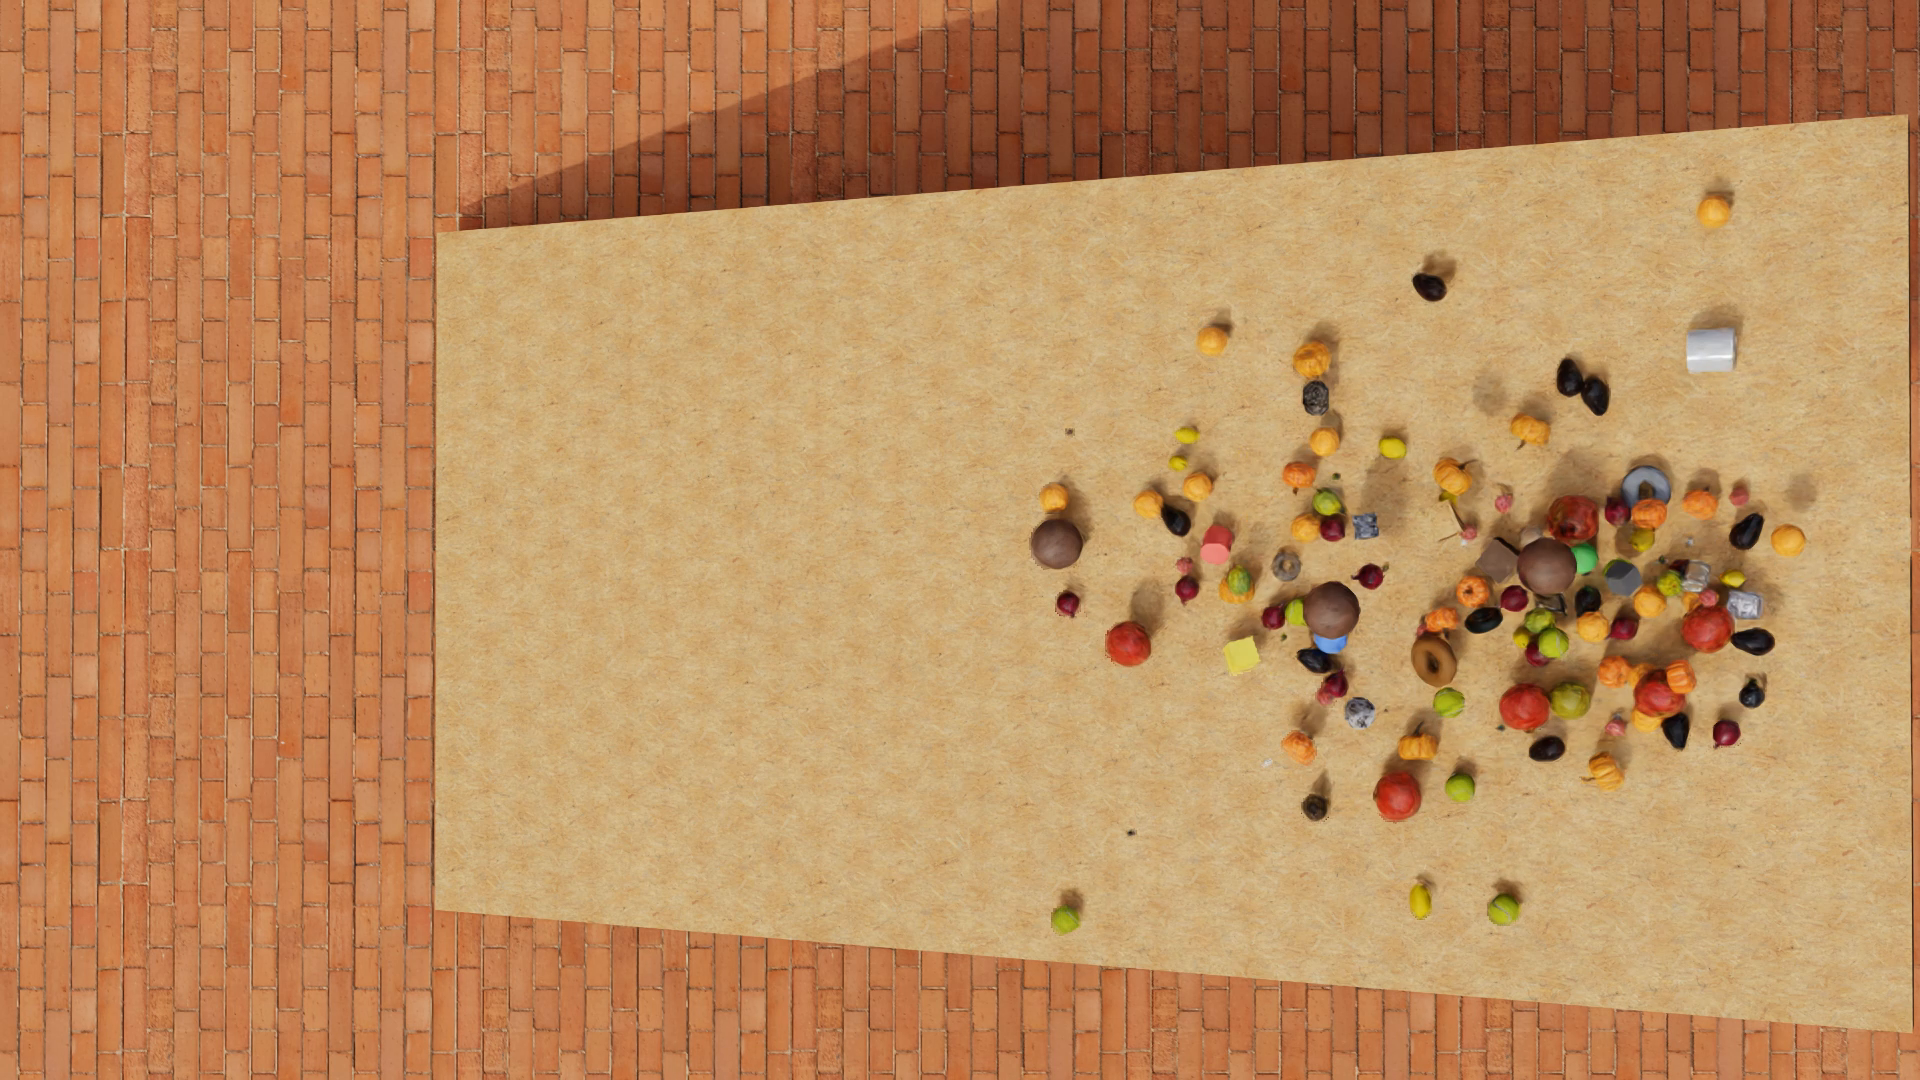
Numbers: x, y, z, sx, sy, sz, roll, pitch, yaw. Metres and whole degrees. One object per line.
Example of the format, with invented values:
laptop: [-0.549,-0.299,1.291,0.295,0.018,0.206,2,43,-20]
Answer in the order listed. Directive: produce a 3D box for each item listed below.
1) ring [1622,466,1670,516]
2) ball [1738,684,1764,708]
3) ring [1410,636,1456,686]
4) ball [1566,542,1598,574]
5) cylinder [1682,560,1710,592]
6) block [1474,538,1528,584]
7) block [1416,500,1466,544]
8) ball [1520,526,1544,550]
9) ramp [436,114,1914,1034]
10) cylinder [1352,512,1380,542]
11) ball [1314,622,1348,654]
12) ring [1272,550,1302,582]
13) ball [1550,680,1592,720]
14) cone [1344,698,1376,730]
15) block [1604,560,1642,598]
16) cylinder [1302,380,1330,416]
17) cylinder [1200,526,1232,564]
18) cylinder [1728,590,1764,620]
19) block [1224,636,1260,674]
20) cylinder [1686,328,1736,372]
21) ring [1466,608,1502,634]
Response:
ring: [1.560,-0.113,5.001,0.114,0.038,0.114,5,99,35]
ball: [1.762,0.348,4.893,0.054,0.054,0.054,0,89,0]
ring: [1.117,0.285,5.183,0.043,0.128,0.128,-20,89,-32]
ball: [1.429,0.042,5.050,0.070,0.070,0.070,0,89,0]
cylinder: [1.633,0.081,4.877,0.053,0.053,0.053,20,65,0]
block: [1.261,0.049,5.125,0.076,0.076,0.076,42,107,20]
block: [1.115,-0.042,5.098,0.079,0.079,0.079,-25,82,17]
ball: [1.321,-0.005,5.081,0.056,0.056,0.056,0,89,0]
ramp: [0.282,0.081,5.686,4.000,0.100,2.000,0,89,25]
cylinder: [0.973,-0.032,5.273,0.055,0.055,0.055,-12,75,0]
ball: [0.894,0.235,5.295,0.079,0.079,0.079,0,89,0]
ring: [0.798,0.065,5.373,0.076,0.025,0.076,0,89,24]
ball: [1.401,0.366,5.046,0.094,0.094,0.094,0,89,0]
cone: [0.948,0.419,5.267,0.077,0.077,0.077,1,91,24]
block: [1.459,0.085,4.838,0.051,0.051,0.051,-44,122,-17]
cylinder: [0.858,-0.342,5.296,0.062,0.062,0.062,-5,63,10]
cylinder: [0.632,0.012,5.411,0.069,0.069,0.069,9,130,11]
cylinder: [1.745,0.144,4.887,0.062,0.062,0.062,2,89,35]
block: [0.689,0.281,5.383,0.063,0.063,0.063,-14,74,-9]
cylinder: [1.682,-0.424,4.921,0.097,0.097,0.097,0,89,25]
ring: [1.221,0.187,5.124,0.089,0.089,0.030,-24,110,0]
